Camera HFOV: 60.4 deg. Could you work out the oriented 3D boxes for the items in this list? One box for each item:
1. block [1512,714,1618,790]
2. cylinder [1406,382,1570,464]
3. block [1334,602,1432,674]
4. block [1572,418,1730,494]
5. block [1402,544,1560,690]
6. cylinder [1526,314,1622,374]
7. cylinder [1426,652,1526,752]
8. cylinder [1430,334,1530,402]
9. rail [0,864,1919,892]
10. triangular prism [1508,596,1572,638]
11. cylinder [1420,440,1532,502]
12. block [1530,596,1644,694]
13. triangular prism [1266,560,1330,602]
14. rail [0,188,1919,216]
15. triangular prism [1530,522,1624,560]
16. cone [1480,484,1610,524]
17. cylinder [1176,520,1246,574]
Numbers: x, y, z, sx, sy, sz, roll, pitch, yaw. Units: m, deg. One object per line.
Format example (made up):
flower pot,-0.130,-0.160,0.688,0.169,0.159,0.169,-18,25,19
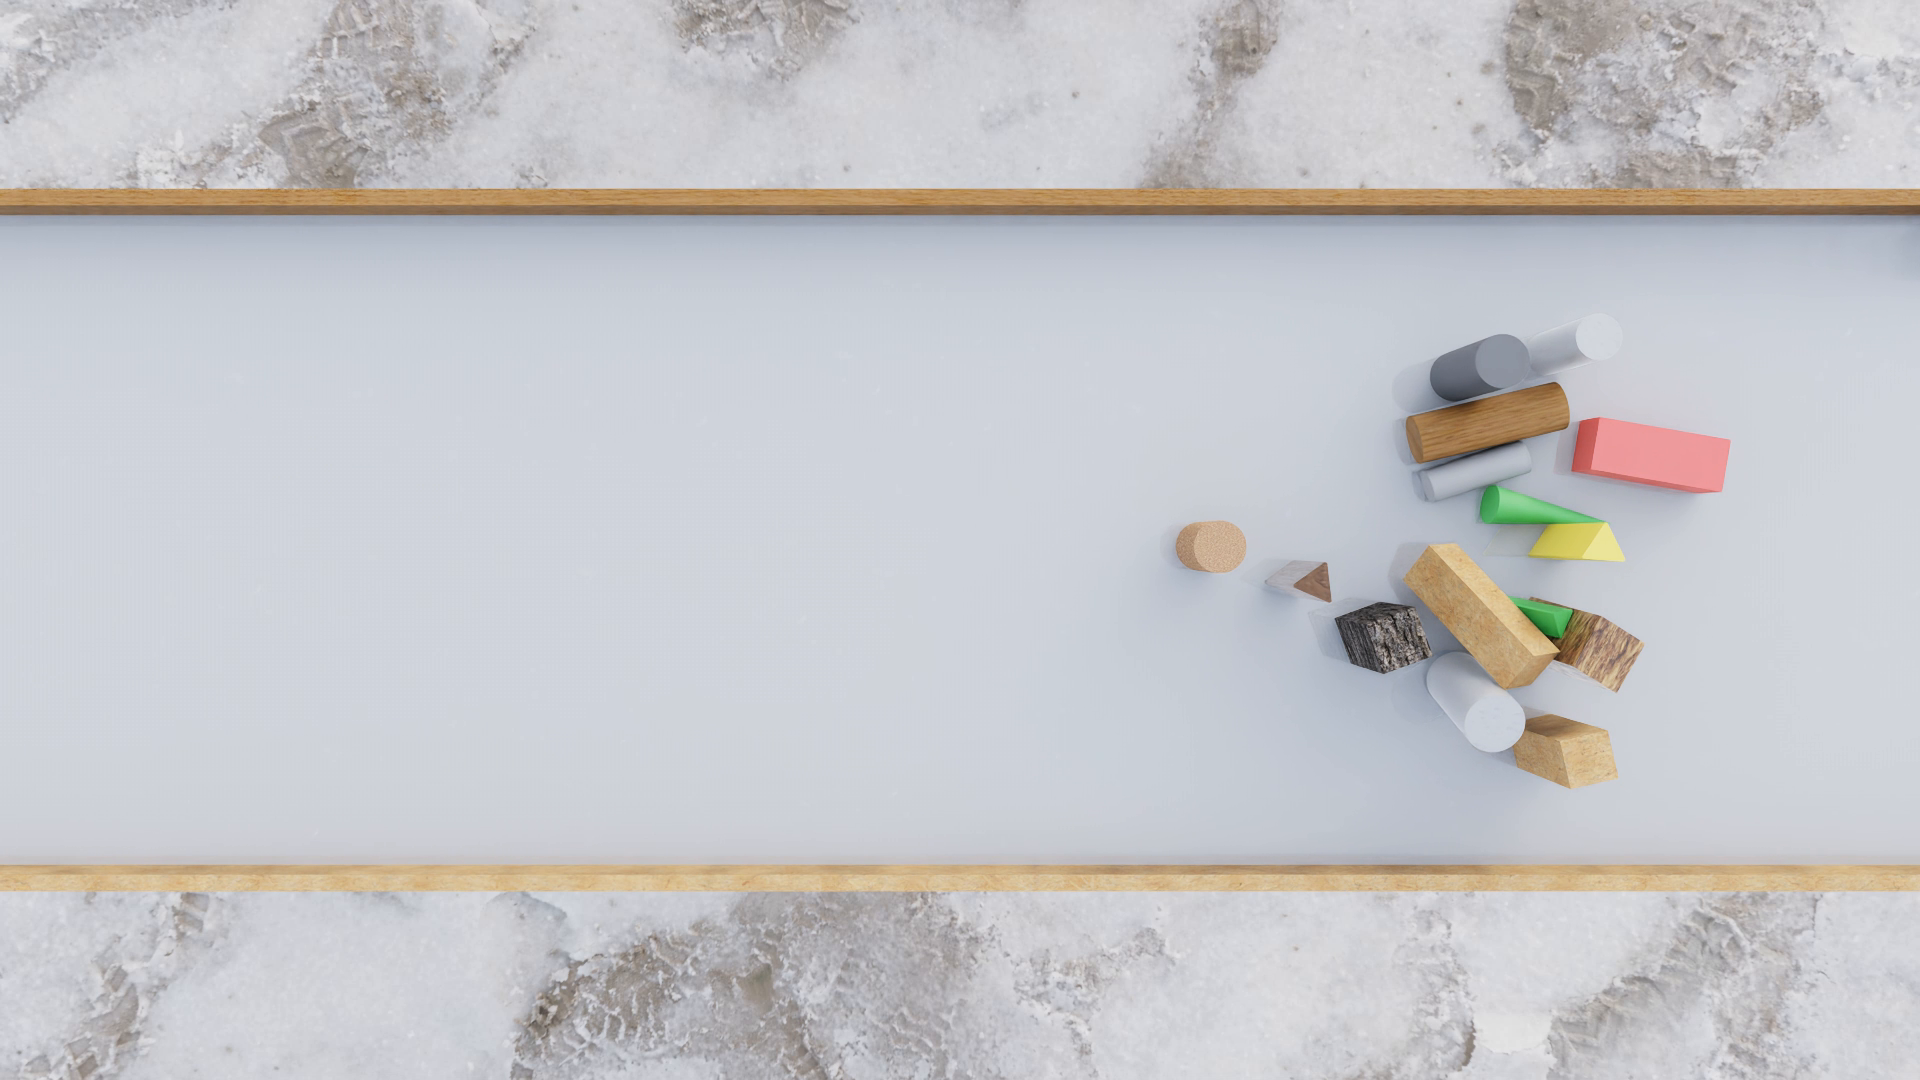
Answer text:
block,1.768,0.617,4.854,0.138,0.444,0.138,-13,90,0
cylinder,1.598,-0.356,5.002,0.452,0.148,0.148,-13,90,0
block,1.247,0.285,4.878,0.149,0.396,0.149,-20,90,0
block,2.091,-0.255,4.997,0.397,0.158,0.158,10,90,0
block,1.534,0.220,4.870,0.457,0.141,0.141,54,130,32
cylinder,1.806,-0.574,4.869,0.133,0.416,0.133,0,90,0
cylinder,1.518,0.473,4.869,0.174,0.384,0.174,0,105,0
cylinder,1.523,-0.503,4.853,0.153,0.446,0.153,0,90,0
rail,-2.247,1.025,5.001,12.000,0.150,0.050,0,90,0
triangular prism,1.662,0.201,4.924,0.078,0.335,0.091,-36,118,-24
cylinder,1.572,-0.209,5.025,0.308,0.103,0.103,-17,90,0
block,1.810,0.305,4.875,0.164,0.375,0.164,30,90,-14
triangular prism,1.008,0.108,4.851,0.113,0.450,0.098,23,90,0
rail,-2.247,-1.025,5.002,12.000,0.150,0.050,0,90,0
triangular prism,1.812,0.002,4.855,0.119,0.442,0.103,4,90,0
cone,1.810,-0.080,5.047,0.404,0.120,0.120,9,90,-8
cylinder,0.739,0.020,4.880,0.150,0.392,0.150,0,90,0
